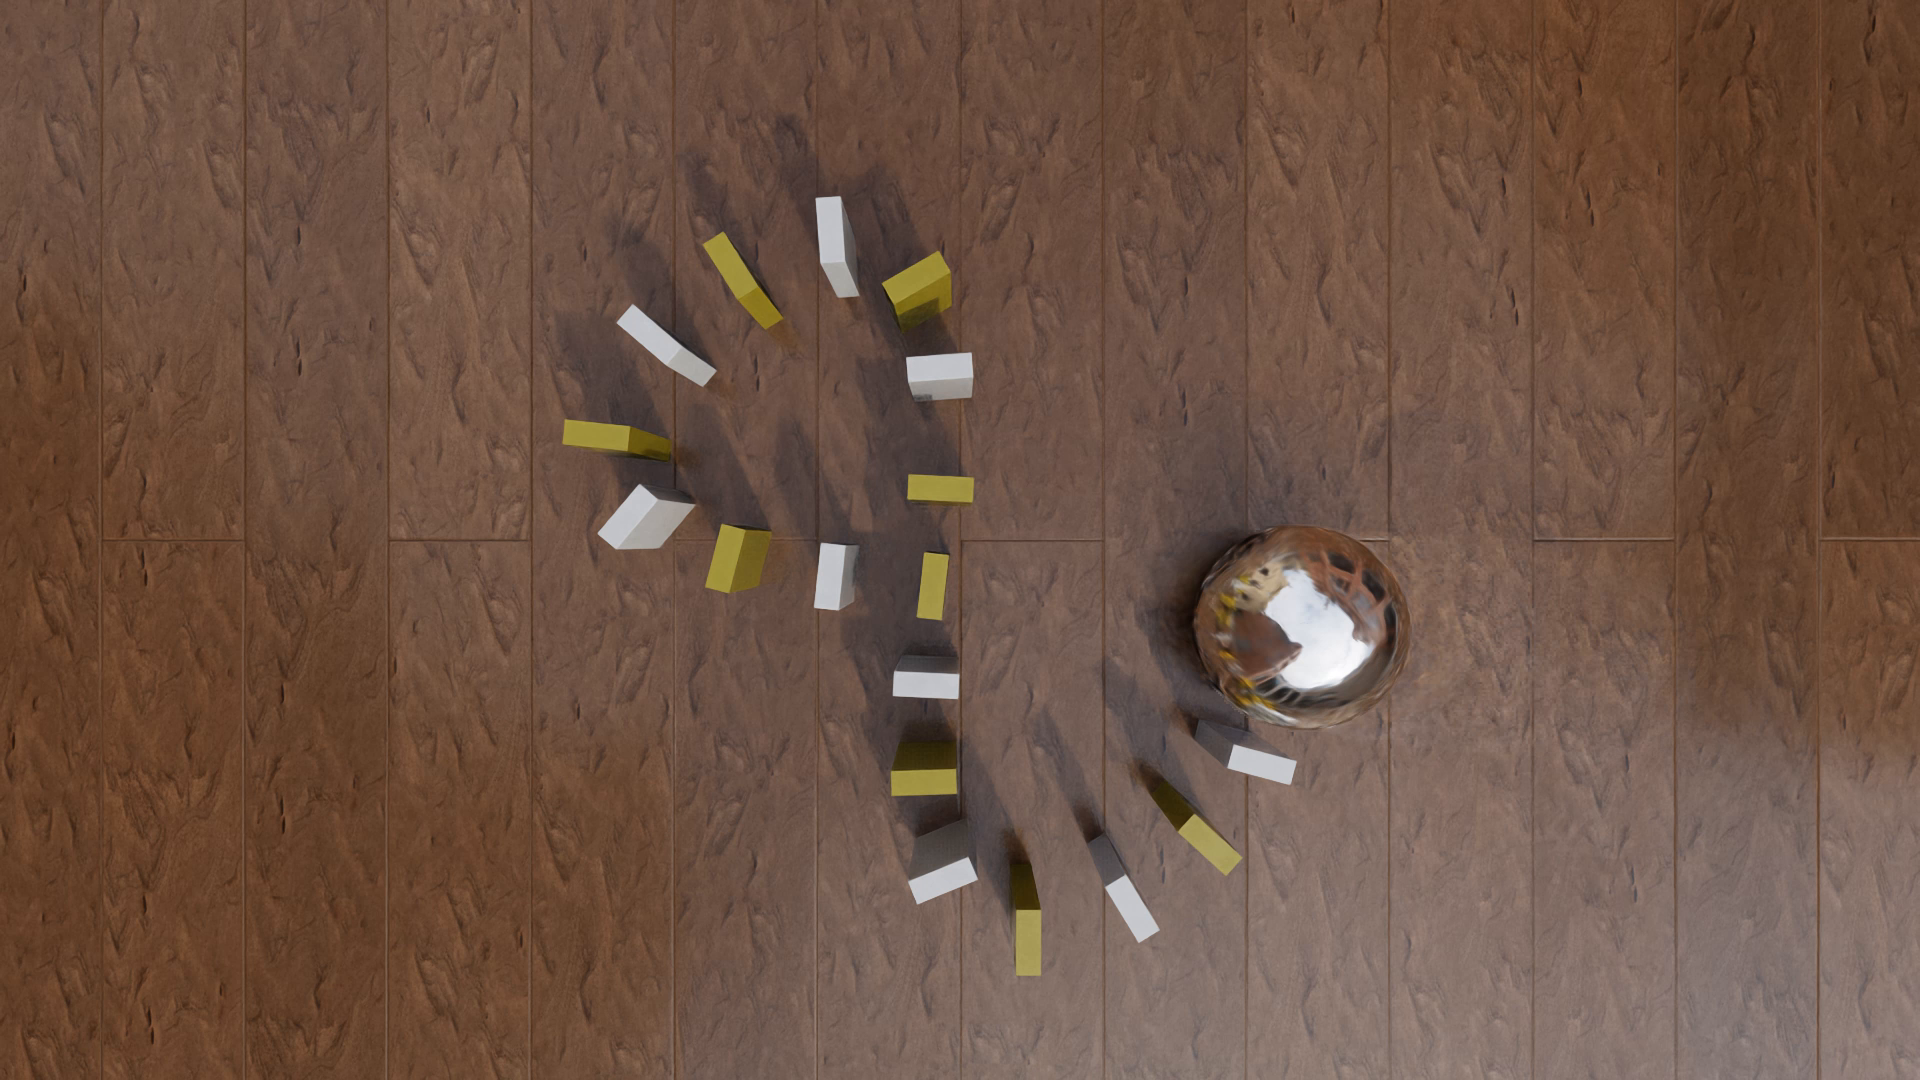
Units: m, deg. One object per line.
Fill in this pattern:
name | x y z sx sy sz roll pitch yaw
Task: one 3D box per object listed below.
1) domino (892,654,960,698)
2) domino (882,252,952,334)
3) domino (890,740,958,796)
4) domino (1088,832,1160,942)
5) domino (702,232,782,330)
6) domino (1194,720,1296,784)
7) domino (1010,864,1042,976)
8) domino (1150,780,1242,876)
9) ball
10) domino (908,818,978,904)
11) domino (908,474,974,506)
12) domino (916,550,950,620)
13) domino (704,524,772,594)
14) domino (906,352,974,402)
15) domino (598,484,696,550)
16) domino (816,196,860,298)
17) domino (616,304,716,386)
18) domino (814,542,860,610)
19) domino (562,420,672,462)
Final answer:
domino | -0.013 0.055 0.375 0.025 0.050 0.010 3 90 0
domino | -0.017 -0.100 0.375 0.025 0.050 0.010 -30 90 0
domino | -0.014 0.093 0.375 0.025 0.050 0.009 -2 90 0
domino | 0.066 0.141 0.375 0.009 0.050 0.025 -31 90 0
domino | -0.088 -0.105 0.375 0.010 0.050 0.025 -32 90 0
domino | 0.115 0.086 0.375 0.025 0.050 0.010 15 90 0
domino | 0.026 0.154 0.375 0.009 0.050 0.025 0 90 0
domino | 0.096 0.116 0.375 0.025 0.050 0.010 43 90 0
ball | 0.133 0.034 0.360 0.080 0.080 0.080 0 90 0
domino | -0.007 0.130 0.375 0.025 0.050 0.010 -22 90 0
domino | -0.007 -0.020 0.375 0.025 0.050 0.010 3 90 0
domino | -0.010 0.018 0.375 0.009 0.050 0.025 6 90 0
domino | -0.090 0.007 0.375 0.010 0.050 0.025 15 90 0
domino | -0.008 -0.066 0.375 0.025 0.050 0.010 -4 90 0
domino | -0.127 -0.009 0.375 0.010 0.050 0.025 40 90 0
domino | -0.049 -0.119 0.375 0.009 0.050 0.025 -4 90 0
domino | -0.119 -0.078 0.375 0.025 0.050 0.010 41 90 0
domino | -0.050 0.014 0.375 0.010 0.050 0.025 6 90 0
domino | -0.139 -0.040 0.375 0.025 0.050 0.009 6 90 0
